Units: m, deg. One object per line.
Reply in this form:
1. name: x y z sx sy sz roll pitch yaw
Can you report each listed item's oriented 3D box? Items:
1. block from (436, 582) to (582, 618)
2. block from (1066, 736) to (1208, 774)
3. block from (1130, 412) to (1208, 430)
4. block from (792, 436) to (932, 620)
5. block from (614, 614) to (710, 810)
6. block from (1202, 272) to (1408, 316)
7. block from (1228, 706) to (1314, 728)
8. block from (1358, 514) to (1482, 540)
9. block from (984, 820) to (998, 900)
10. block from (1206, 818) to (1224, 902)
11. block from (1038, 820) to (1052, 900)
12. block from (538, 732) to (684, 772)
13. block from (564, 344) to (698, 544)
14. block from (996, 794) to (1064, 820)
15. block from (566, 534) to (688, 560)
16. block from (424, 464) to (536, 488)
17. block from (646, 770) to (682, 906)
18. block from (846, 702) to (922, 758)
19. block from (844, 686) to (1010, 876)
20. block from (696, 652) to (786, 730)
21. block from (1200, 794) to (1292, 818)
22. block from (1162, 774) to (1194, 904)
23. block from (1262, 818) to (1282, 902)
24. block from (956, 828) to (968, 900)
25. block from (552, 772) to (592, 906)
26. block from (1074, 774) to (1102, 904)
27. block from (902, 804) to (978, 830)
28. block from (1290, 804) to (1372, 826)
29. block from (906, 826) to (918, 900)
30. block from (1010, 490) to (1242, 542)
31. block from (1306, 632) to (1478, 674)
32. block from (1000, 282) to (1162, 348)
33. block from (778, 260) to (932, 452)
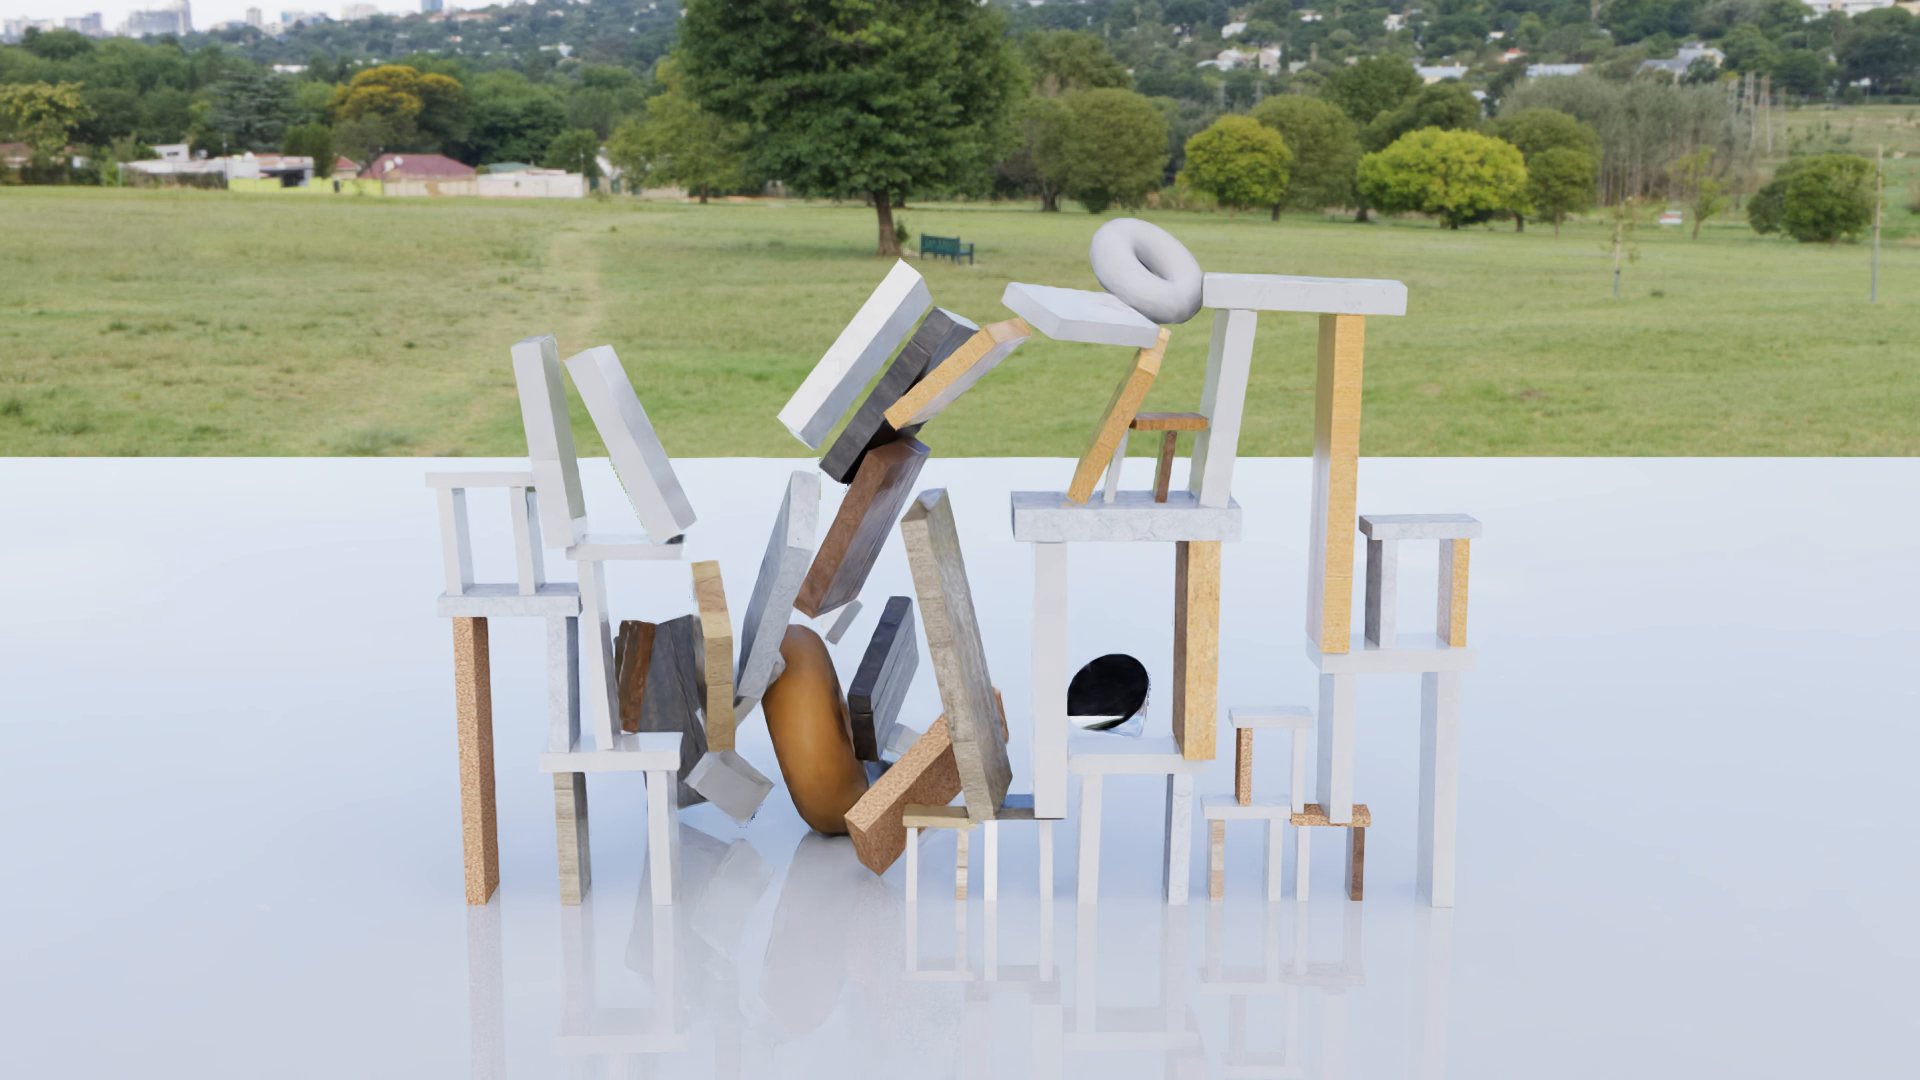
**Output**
1. block: -0.724 0.097 3.577 0.226 0.032 0.113 0 10 0
2. block: 0.290 0.354 3.627 0.223 0.032 0.112 0 10 0
3. block: 0.325 -0.189 3.490 0.122 0.017 0.061 -2 15 -17
4. block: -0.156 -0.020 3.498 0.042 0.295 0.148 34 24 15
5. block: -0.522 0.323 4.069 0.170 0.339 0.048 -17 -9 20
6. block: 0.540 -0.389 3.467 0.310 0.044 0.155 3 11 6
7. block: 0.511 0.291 3.617 0.131 0.019 0.066 0 11 0
8. block: 0.741 -0.022 3.547 0.177 0.025 0.089 -1 11 -4
9. block: 0.051 0.520 3.657 0.020 0.140 0.070 0 11 0
10. block: 0.424 0.521 3.654 0.020 0.142 0.071 0 11 0
11. block: 0.141 0.521 3.655 0.020 0.140 0.070 -1 11 -1
12. block: -0.574 0.350 3.627 0.227 0.032 0.113 -1 10 -4
13. block: -0.526 -0.156 3.531 0.045 0.320 0.160 -25 5 6
14. block: 0.101 0.441 3.640 0.140 0.020 0.070 0 12 0
15. block: -0.539 0.011 3.566 0.185 0.026 0.093 0 11 -1
16. block: -0.764 -0.104 3.544 0.175 0.025 0.087 0 10 0
17. block: -0.491 0.478 3.648 0.032 0.227 0.113 -1 11 0
18. block: -0.157 0.383 4.377 0.170 0.048 0.339 33 -10 -37
19. block: -0.052 0.404 3.753 0.048 0.170 0.339 34 67 26
20. block: -0.384 0.263 3.853 0.027 0.190 0.095 32 12 -34
21. block: 0.472 0.441 3.639 0.142 0.020 0.071 0 11 0
22. block: 0.361 0.479 3.652 0.032 0.223 0.112 1 11 0
23. block: 0.519 0.521 3.654 0.020 0.142 0.071 0 11 0
24. block: 0.004 0.529 3.656 0.017 0.123 0.062 2 11 0
25. block: -0.642 0.478 3.648 0.032 0.227 0.113 -1 11 0
26. block: 0.213 0.479 3.652 0.032 0.223 0.112 2 10 0
27. block: -0.031 0.459 3.645 0.123 0.017 0.062 2 11 4
28. block: 0.610 0.455 3.637 0.130 0.018 0.065 0 11 3
29. block: -0.080 0.530 3.656 0.017 0.123 0.062 1 11 0
30. block: 0.263 -0.040 3.546 0.358 0.051 0.179 0 11 -1
31. block: 0.701 0.183 3.583 0.250 0.035 0.125 -1 11 -3
32. block: 0.180 -0.330 3.231 0.230 0.033 0.115 -1 32 -47
33. block: -0.163 -0.288 3.467 0.044 0.310 0.155 37 -3 9
